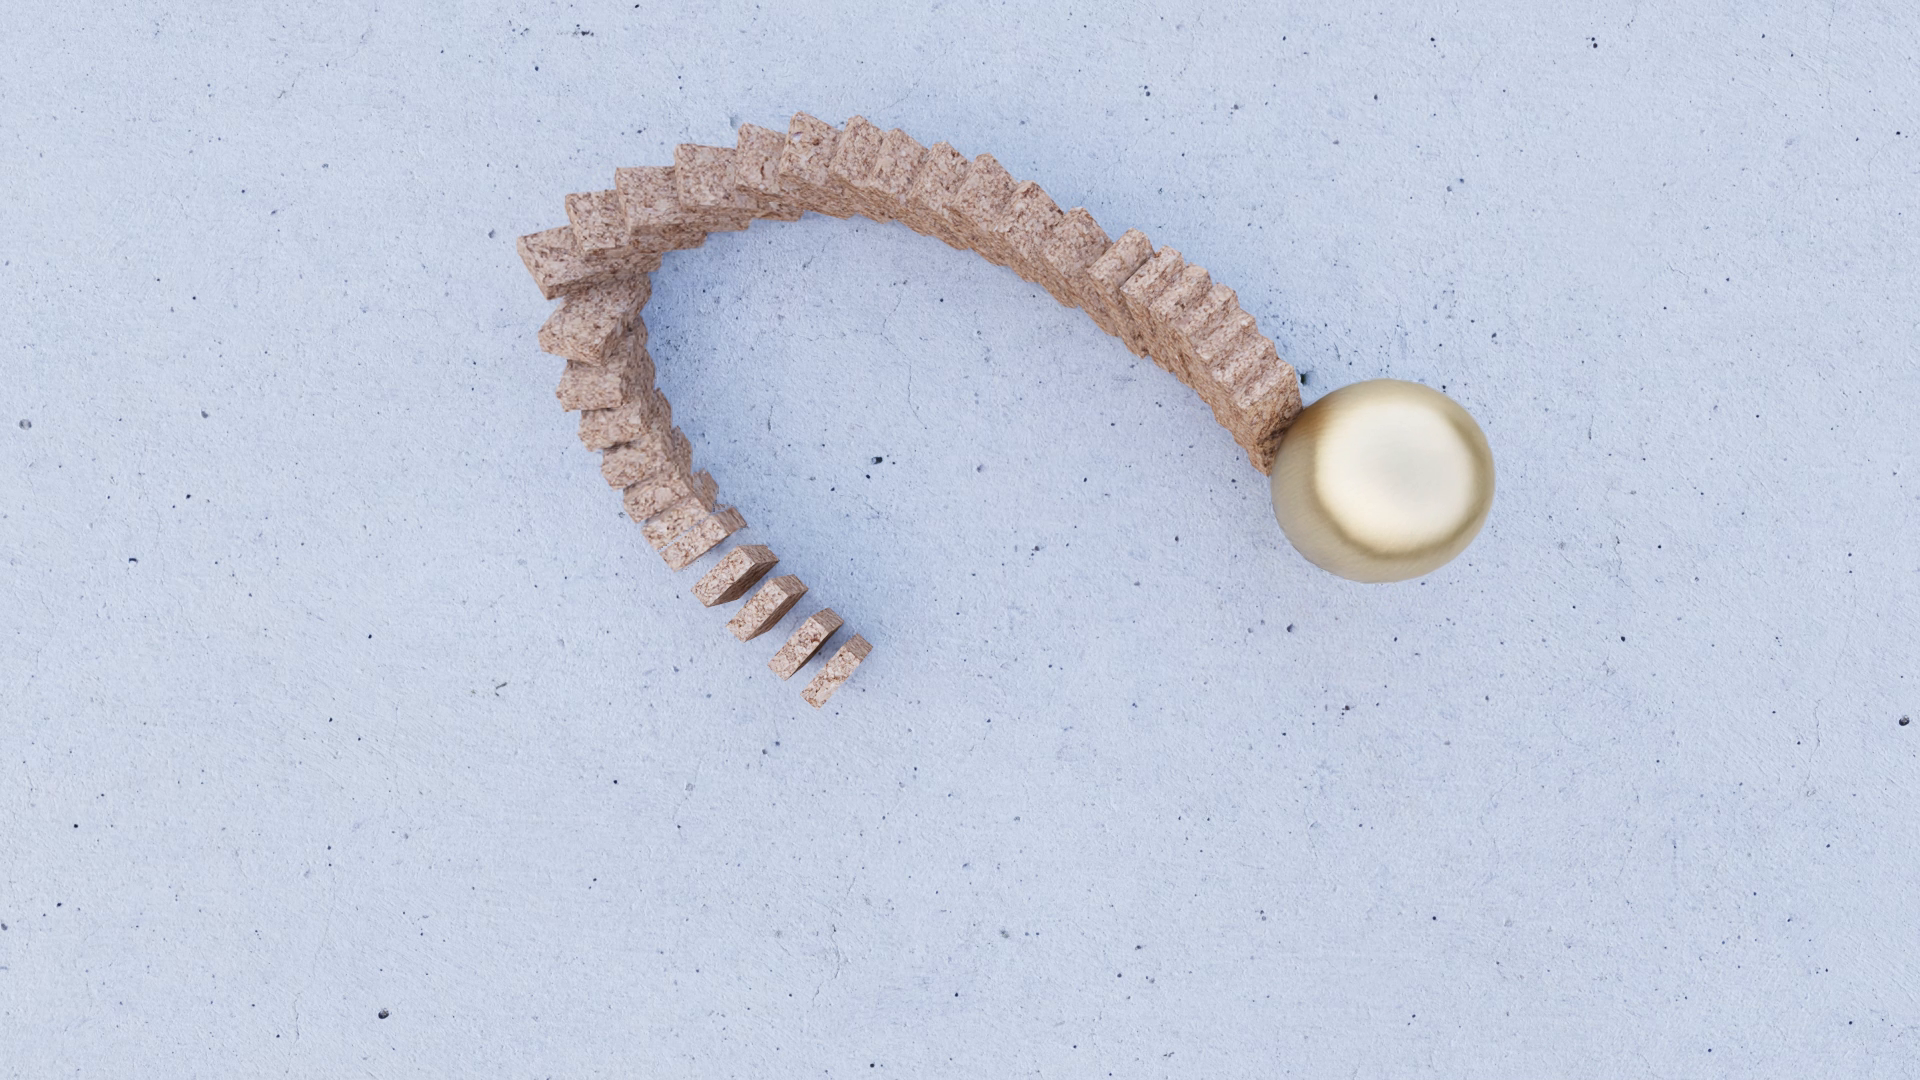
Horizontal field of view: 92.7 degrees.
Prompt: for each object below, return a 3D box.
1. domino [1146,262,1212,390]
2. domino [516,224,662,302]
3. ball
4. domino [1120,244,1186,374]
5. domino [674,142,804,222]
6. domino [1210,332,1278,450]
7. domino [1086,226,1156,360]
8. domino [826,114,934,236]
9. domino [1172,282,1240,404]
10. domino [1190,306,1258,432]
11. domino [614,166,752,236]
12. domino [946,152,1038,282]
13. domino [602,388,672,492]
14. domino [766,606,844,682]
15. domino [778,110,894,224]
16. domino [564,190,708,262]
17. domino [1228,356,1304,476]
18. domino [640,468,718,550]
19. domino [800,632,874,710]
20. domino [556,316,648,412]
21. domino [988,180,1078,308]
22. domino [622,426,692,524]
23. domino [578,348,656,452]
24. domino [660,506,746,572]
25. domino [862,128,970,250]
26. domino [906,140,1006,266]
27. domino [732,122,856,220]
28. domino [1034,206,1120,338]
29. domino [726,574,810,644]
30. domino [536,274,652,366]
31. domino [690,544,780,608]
[{"bbox_3d":[0.096,-0.087,0.378,0.025,0.050,0.009,-45,51,0],"label":"domino"},{"bbox_3d":[-0.154,-0.119,0.382,0.050,0.009,0.025,-29,82,-30],"label":"domino"},{"bbox_3d":[0.164,-0.023,0.360,0.080,0.080,0.080,0,90,0],"label":"ball"},{"bbox_3d":[0.085,-0.094,0.378,0.025,0.050,0.009,-45,51,0],"label":"domino"},{"bbox_3d":[-0.092,-0.149,0.384,0.050,0.009,0.025,-5,88,-28],"label":"domino"},{"bbox_3d":[0.121,-0.060,0.378,0.025,0.050,0.009,-43,51,1],"label":"domino"},{"bbox_3d":[0.073,-0.101,0.378,0.025,0.050,0.009,-45,48,0],"label":"domino"},{"bbox_3d":[-0.028,-0.151,0.382,0.050,0.009,0.025,22,90,-34],"label":"domino"},{"bbox_3d":[0.106,-0.079,0.378,0.025,0.050,0.010,-42,51,0],"label":"domino"},{"bbox_3d":[0.113,-0.069,0.378,0.025,0.050,0.010,-42,51,0],"label":"domino"},{"bbox_3d":[-0.115,-0.142,0.383,0.050,0.010,0.025,-14,85,-28],"label":"domino"},{"bbox_3d":[0.020,-0.133,0.382,0.050,0.009,0.025,34,86,-33],"label":"domino"},{"bbox_3d":[-0.133,-0.042,0.378,0.025,0.050,0.010,-23,131,0],"label":"domino"},{"bbox_3d":[-0.062,0.042,0.375,0.009,0.050,0.025,42,90,0],"label":"domino"},{"bbox_3d":[-0.049,-0.154,0.382,0.050,0.009,0.025,14,88,-33],"label":"domino"},{"bbox_3d":[-0.135,-0.133,0.383,0.050,0.009,0.025,-19,84,-29],"label":"domino"},{"bbox_3d":[0.128,-0.050,0.378,0.025,0.050,0.010,-42,51,0],"label":"domino"},{"bbox_3d":[-0.114,-0.014,0.375,0.025,0.050,0.010,-32,111,0],"label":"domino"},{"bbox_3d":[-0.050,0.053,0.375,0.010,0.050,0.025,42,90,0],"label":"domino"},{"bbox_3d":[-0.147,-0.074,0.379,0.025,0.010,0.050,-5,47,0],"label":"domino"},{"bbox_3d":[0.037,-0.123,0.382,0.050,0.009,0.025,35,90,-33],"label":"domino"},{"bbox_3d":[-0.124,-0.028,0.377,0.025,0.050,0.010,-28,123,0],"label":"domino"},{"bbox_3d":[-0.141,-0.059,0.379,0.025,0.009,0.050,-15,46,0],"label":"domino"},{"bbox_3d":[-0.104,-0.001,0.375,0.025,0.050,0.009,-36,98,0],"label":"domino"},{"bbox_3d":[-0.013,-0.145,0.382,0.050,0.010,0.025,24,89,-34],"label":"domino"},{"bbox_3d":[0.005,-0.139,0.382,0.050,0.009,0.025,28,89,-33],"label":"domino"},{"bbox_3d":[-0.068,-0.154,0.384,0.050,0.009,0.025,6,90,-27],"label":"domino"},{"bbox_3d":[0.057,-0.111,0.383,0.050,0.010,0.025,39,90,-30],"label":"domino"},{"bbox_3d":[-0.078,0.027,0.375,0.010,0.050,0.025,44,90,0],"label":"domino"},{"bbox_3d":[-0.151,-0.095,0.381,0.025,0.010,0.050,15,51,0],"label":"domino"},{"bbox_3d":[-0.091,0.014,0.375,0.025,0.050,0.009,-43,90,0],"label":"domino"}]
